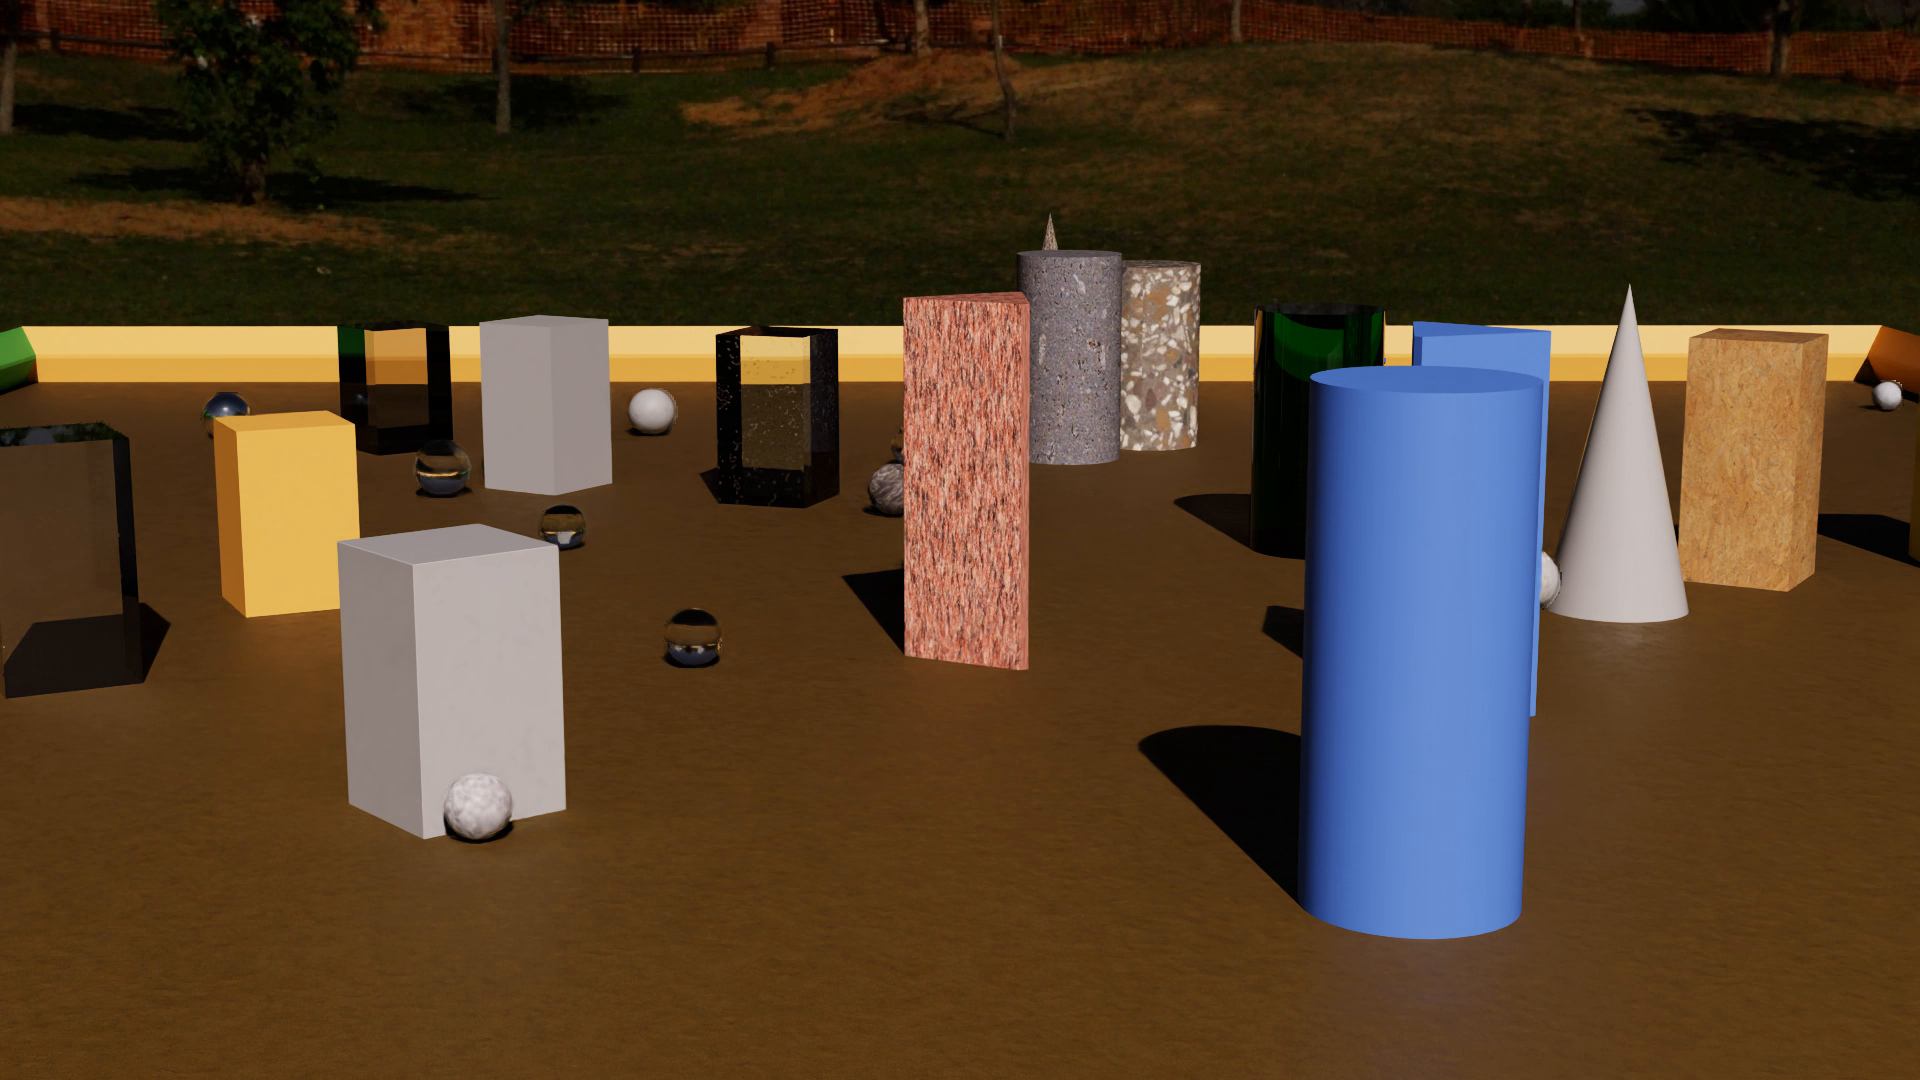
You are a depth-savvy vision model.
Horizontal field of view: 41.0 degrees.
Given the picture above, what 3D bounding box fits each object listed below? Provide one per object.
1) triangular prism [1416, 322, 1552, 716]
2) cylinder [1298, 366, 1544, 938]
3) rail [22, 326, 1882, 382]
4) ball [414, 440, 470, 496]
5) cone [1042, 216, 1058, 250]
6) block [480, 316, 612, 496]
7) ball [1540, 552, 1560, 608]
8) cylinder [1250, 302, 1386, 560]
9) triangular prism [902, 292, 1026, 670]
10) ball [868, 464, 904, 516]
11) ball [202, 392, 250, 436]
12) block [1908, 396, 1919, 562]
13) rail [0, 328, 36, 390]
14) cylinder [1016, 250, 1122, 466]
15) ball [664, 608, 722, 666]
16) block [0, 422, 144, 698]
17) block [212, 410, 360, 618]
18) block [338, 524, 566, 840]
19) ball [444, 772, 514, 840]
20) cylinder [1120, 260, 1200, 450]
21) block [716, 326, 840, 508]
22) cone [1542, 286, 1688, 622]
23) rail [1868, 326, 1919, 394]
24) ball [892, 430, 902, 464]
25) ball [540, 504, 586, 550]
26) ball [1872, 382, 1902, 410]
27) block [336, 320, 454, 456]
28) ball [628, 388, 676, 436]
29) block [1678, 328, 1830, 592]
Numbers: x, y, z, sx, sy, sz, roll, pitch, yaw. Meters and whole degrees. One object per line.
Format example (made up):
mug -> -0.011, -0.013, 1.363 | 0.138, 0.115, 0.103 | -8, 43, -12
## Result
triangular prism -> 0.549, -0.023, 2.910 | 0.169, 0.436, 0.147 | -4, 11, -20
cylinder -> 0.395, 0.091, 2.218 | 0.195, 0.463, 0.195 | 0, 11, 0
rail -> -0.015, -0.428, 5.935 | 4.314, 0.127, 0.045 | 0, 11, 0
ball -> -0.883, -0.122, 4.375 | 0.095, 0.095, 0.095 | 0, 11, 0
cone -> 0.184, -0.457, 5.269 | 0.195, 0.429, 0.195 | 0, 11, 0
block -> -0.720, -0.237, 4.467 | 0.156, 0.289, 0.156 | 6, 12, 30
ball -> 0.761, 0.052, 3.447 | 0.086, 0.086, 0.086 | 0, 11, 0
cylinder -> 0.540, -0.167, 3.880 | 0.195, 0.365, 0.195 | 0, 11, 0
triangular prism -> 0.039, -0.080, 3.189 | 0.169, 0.446, 0.147 | 6, 12, 28
ball -> -0.107, -0.082, 4.189 | 0.085, 0.085, 0.085 | 0, 11, 0
ball -> -1.441, -0.243, 5.041 | 0.091, 0.091, 0.091 | 0, 11, 0
block -> 1.499, -0.122, 3.748 | 0.156, 0.324, 0.156 | 1, 11, 4
rail -> -2.133, 0.035, 3.437 | 0.045, 0.127, 5.105 | 0, 11, 0
cylinder -> 0.203, -0.343, 4.784 | 0.195, 0.381, 0.195 | 0, 11, 0
ball -> -0.326, 0.119, 3.142 | 0.071, 0.071, 0.071 | 0, 11, 0
block -> -1.080, 0.020, 3.061 | 0.156, 0.295, 0.156 | -6, 12, -29
block -> -0.918, -0.039, 3.503 | 0.156, 0.250, 0.156 | -5, 12, -27
block -> -0.500, 0.134, 2.526 | 0.156, 0.266, 0.156 | -9, 14, -39
ball -> -0.458, 0.253, 2.438 | 0.065, 0.065, 0.065 | 0, 11, 0
cylinder -> 0.366, -0.360, 4.964 | 0.195, 0.348, 0.195 | 0, 11, 0
block -> -0.306, -0.210, 4.330 | 0.156, 0.284, 0.156 | 4, 11, 19
cone -> 0.889, -0.125, 3.446 | 0.195, 0.440, 0.195 | 0, 11, 0
rail -> 2.133, 0.030, 3.461 | 0.045, 0.127, 5.105 | 0, 11, 0
ball -> -0.089, -0.171, 4.697 | 0.073, 0.073, 0.073 | 0, 11, 0
ball -> -0.604, -0.020, 3.898 | 0.070, 0.070, 0.070 | 0, 11, 0
ball -> 1.975, -0.307, 5.464 | 0.061, 0.061, 0.061 | 0, 11, 0
block -> -1.083, -0.294, 4.920 | 0.156, 0.235, 0.156 | -8, 13, -38
ball -> -0.613, -0.254, 5.096 | 0.093, 0.093, 0.093 | 0, 11, 0
block -> 1.132, -0.118, 3.663 | 0.156, 0.348, 0.156 | 6, 12, 31
